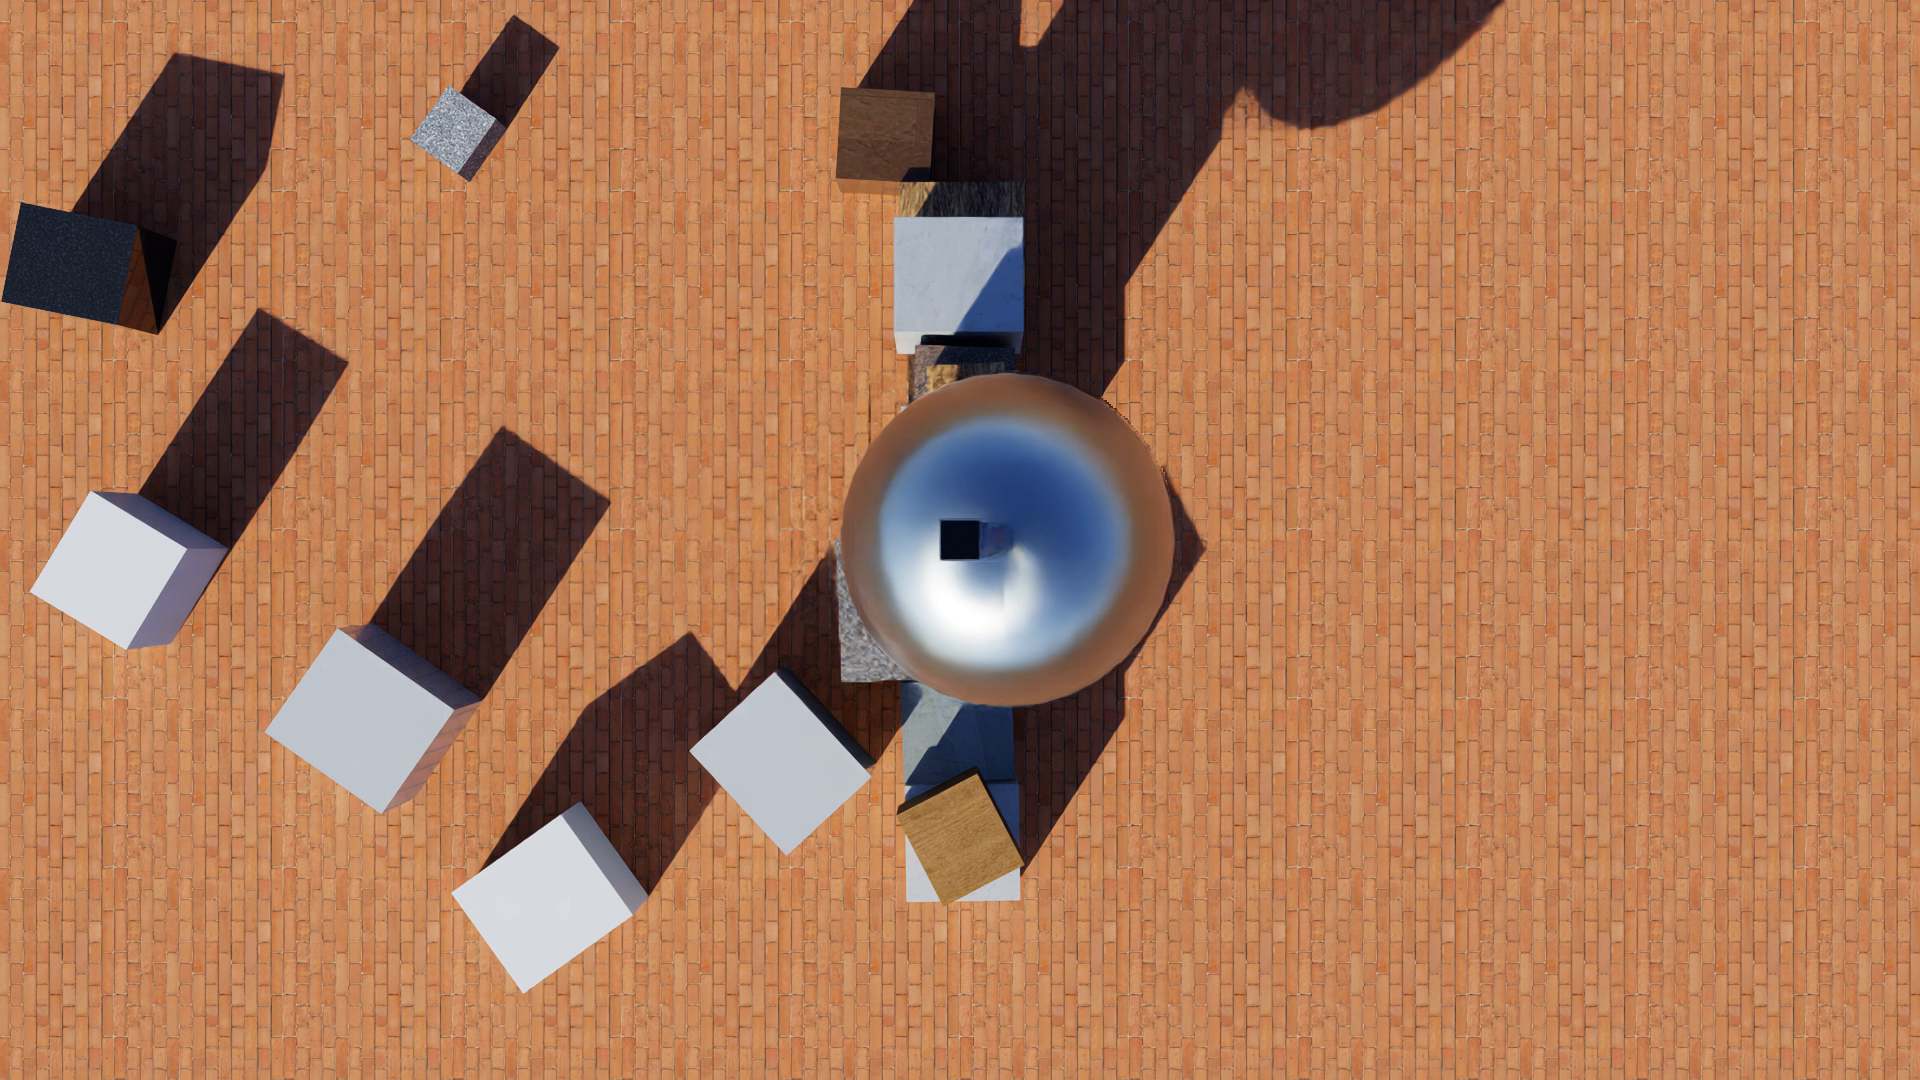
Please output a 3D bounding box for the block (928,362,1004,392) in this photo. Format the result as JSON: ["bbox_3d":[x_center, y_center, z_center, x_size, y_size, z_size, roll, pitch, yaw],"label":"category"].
[{"bbox_3d":[0.040,-0.688,11.529,0.396,0.434,0.434,-3,90,0],"label":"block"}]

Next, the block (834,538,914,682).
[{"bbox_3d":[-0.315,0.378,12.669,0.736,0.662,0.814,-3,90,0],"label":"block"}]

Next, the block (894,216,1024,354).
[{"bbox_3d":[-0.007,-1.387,12.061,0.690,0.678,0.620,0,85,0],"label":"block"}]

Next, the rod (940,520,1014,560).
[{"bbox_3d":[0.098,0.000,7.111,0.080,5.200,0.080,0,90,2],"label":"rod"}]

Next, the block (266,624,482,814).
[{"bbox_3d":[-3.346,1.009,12.626,0.795,0.747,0.707,35,90,0],"label":"block"}]

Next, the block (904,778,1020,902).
[{"bbox_3d":[0.015,1.705,12.686,0.641,0.628,0.653,-1,90,0],"label":"block"}]

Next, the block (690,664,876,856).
[{"bbox_3d":[-0.998,1.244,12.613,0.646,0.774,0.796,-43,90,0],"label":"block"}]

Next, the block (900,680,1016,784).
[{"bbox_3d":[-0.013,1.087,12.754,0.634,0.493,0.570,-2,90,0],"label":"block"}]

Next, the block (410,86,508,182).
[{"bbox_3d":[-2.926,-2.370,12.846,0.339,0.309,0.386,35,90,0],"label":"block"}]

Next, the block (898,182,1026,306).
[{"bbox_3d":[0.011,-1.676,12.713,0.710,0.573,0.696,0,90,0],"label":"block"}]

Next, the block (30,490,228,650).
[{"bbox_3d":[-4.762,0.169,12.649,0.629,0.702,0.659,31,90,0],"label":"block"}]

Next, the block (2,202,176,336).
[{"bbox_3d":[-5.012,-1.555,12.686,0.669,0.627,0.571,11,90,0],"label":"block"}]

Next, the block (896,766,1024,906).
[{"bbox_3d":[0.002,1.627,12.142,0.495,0.460,0.556,-27,90,0],"label":"block"}]

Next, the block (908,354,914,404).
[{"bbox_3d":[0.002,-1.040,12.698,0.583,0.604,0.563,0,90,0],"label":"block"}]

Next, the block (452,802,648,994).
[{"bbox_3d":[-2.349,2.046,12.679,0.757,0.642,0.696,-36,90,0],"label":"block"}]

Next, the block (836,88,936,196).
[{"bbox_3d":[-0.424,-2.298,12.744,0.534,0.512,0.518,3,90,0],"label":"block"}]

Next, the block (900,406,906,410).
[{"bbox_3d":[-0.008,-0.401,12.677,0.653,0.647,0.707,0,90,0],"label":"block"}]

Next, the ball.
[{"bbox_3d":[0.226,0.000,10.509,1.600,1.600,1.600,0,90,0],"label":"ball"}]

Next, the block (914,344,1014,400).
[{"bbox_3d":[0.018,-0.730,12.050,0.534,0.607,0.608,2,90,0],"label":"block"}]
